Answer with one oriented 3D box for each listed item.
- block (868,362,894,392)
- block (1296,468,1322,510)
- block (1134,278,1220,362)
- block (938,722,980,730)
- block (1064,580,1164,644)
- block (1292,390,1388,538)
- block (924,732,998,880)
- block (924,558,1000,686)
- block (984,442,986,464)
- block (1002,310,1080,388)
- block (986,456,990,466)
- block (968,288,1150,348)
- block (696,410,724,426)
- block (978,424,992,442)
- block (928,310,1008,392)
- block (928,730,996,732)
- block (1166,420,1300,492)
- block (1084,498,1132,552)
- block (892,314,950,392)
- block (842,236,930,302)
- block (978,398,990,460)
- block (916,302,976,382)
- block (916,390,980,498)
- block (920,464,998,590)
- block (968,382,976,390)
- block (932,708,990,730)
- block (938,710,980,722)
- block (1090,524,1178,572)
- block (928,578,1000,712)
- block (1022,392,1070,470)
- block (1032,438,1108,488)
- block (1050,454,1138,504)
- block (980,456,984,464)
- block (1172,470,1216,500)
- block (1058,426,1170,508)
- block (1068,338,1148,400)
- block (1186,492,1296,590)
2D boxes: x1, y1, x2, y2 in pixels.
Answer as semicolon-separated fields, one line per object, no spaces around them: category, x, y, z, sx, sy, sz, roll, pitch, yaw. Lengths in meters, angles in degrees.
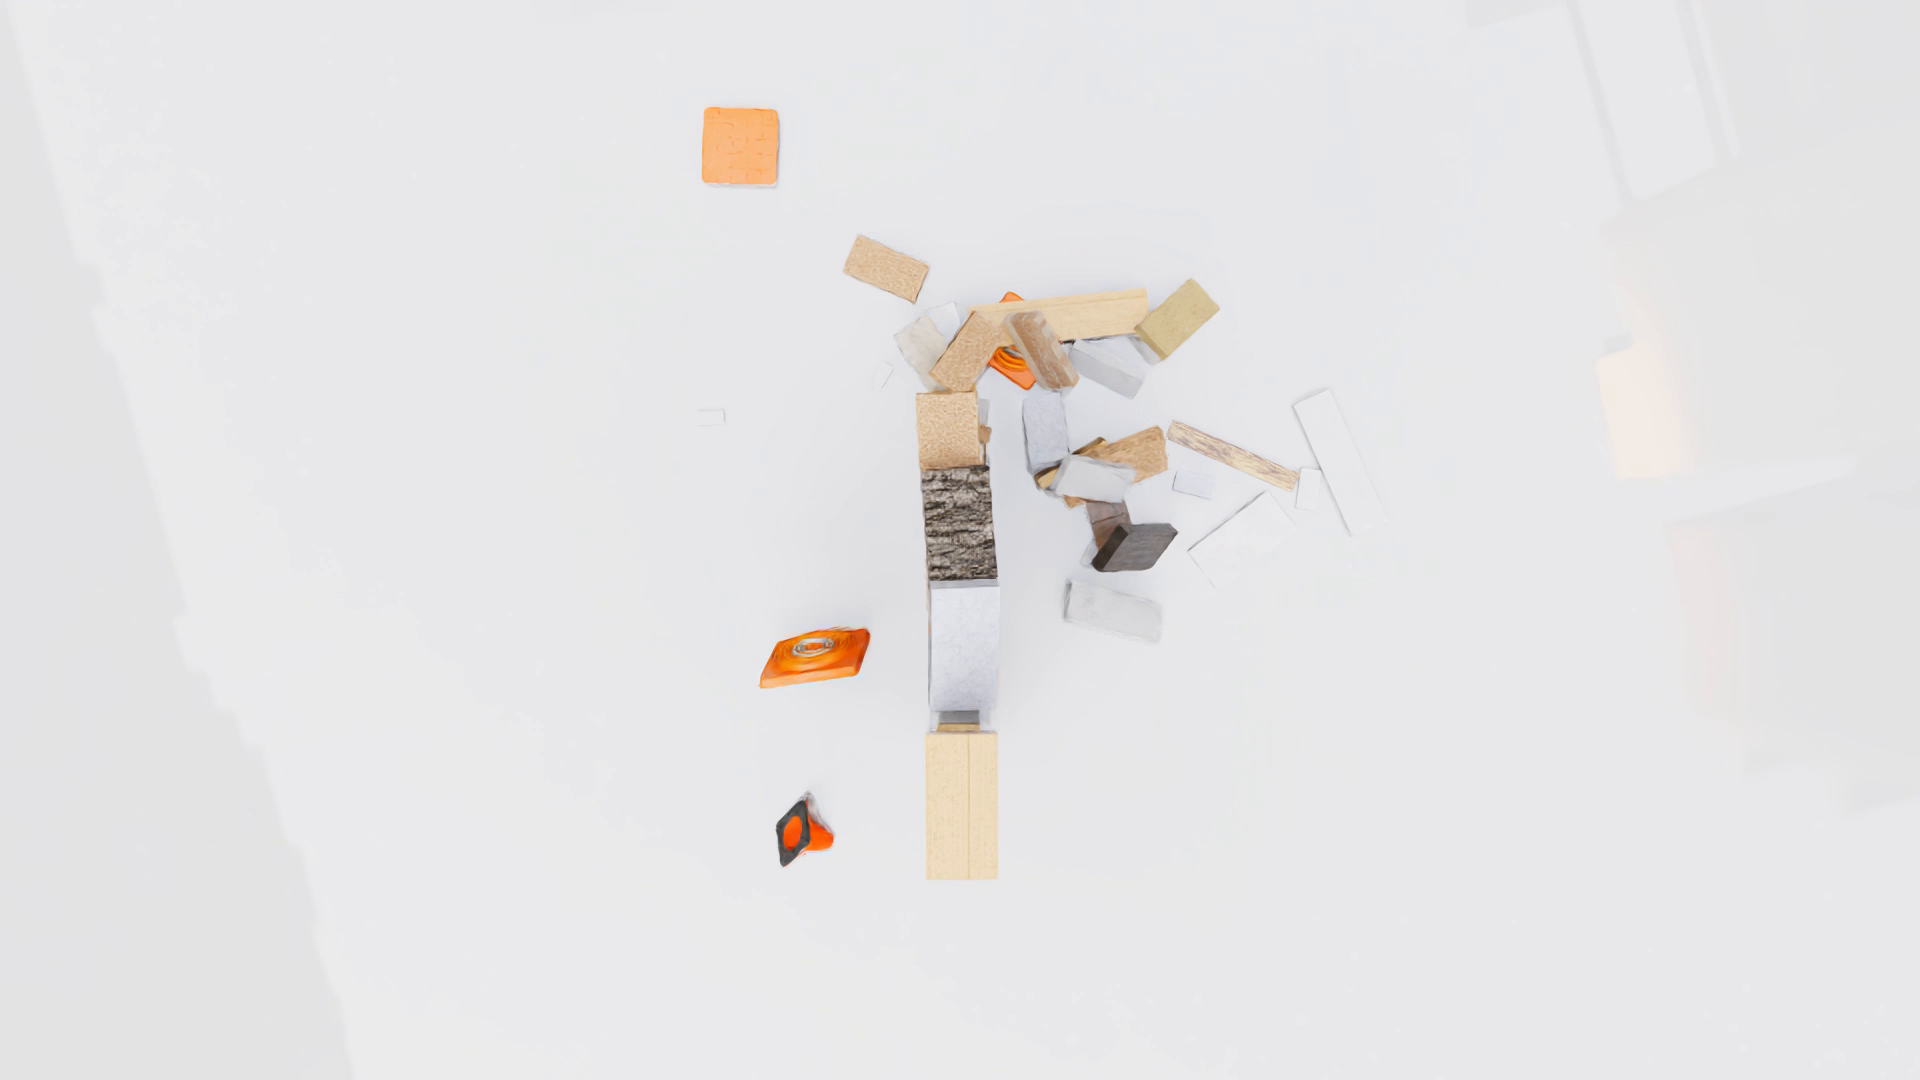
block;-0.263;-0.545;5.493;0.046;0.013;0.092;30;90;0
block;1.159;-0.169;5.490;0.068;0.019;0.135;7;90;0
block;0.714;-0.726;5.419;0.143;0.041;0.286;48;64;0
block;-0.004;0.570;4.159;0.107;0.030;0.214;0;91;0
block;0.505;0.238;5.387;0.326;0.037;0.131;15;67;-12
block;1.262;-0.255;5.482;0.130;0.037;0.479;-24;90;0
block;0.004;0.610;3.786;0.167;0.047;0.333;0;91;0
block;0.005;0.213;4.250;0.172;0.049;0.344;-5;101;-7
block;0.019;-0.283;4.869;0.116;0.033;0.232;2;135;3
block;0.263;-0.615;5.358;0.041;0.143;0.286;-55;127;-30
block;0.005;-0.144;4.924;0.150;0.301;0.043;3;132;3
block;0.328;-0.727;5.434;0.591;0.041;0.143;-6;89;-1
block;-0.831;-0.406;5.493;0.092;0.013;0.046;-3;90;0
block;-0.012;-0.304;4.435;0.155;0.425;0.044;13;93;5
block;0.026;-0.603;5.357;0.131;0.037;0.261;37;82;-13
block;0.004;0.499;3.975;0.167;0.333;0.047;0;89;0
block;0.907;-0.280;5.490;0.459;0.019;0.068;23;90;0
block;0.488;-0.100;5.482;0.130;0.037;0.287;-17;90;0
block;-0.088;-0.589;5.385;0.134;0.038;0.267;-34;100;5
block;-0.246;-0.900;5.482;0.260;0.037;0.130;23;90;0
block;0.018;-0.322;4.712;0.116;0.232;0.033;6;133;3
block;-0.046;-0.637;5.459;0.134;0.038;0.267;-17;99;1
block;-0.027;-0.222;4.207;0.155;0.044;0.310;-2;104;4
block;-0.001;-0.010;4.160;0.172;0.049;0.345;-6;99;-6
block;-0.008;-0.462;5.452;0.134;0.038;0.267;-11;103;0
block;0.003;0.381;4.411;0.154;0.044;0.309;0;90;0
block;-0.004;0.476;4.281;0.107;0.214;0.030;0;102;0
block;0.566;0.024;5.325;0.046;0.327;0.163;47;116;26
block;0.009;0.268;4.181;0.172;0.049;0.344;-2;113;-8
block;0.283;-0.359;5.414;0.130;0.037;0.259;-9;60;6
block;0.367;-0.254;5.433;0.259;0.130;0.037;-30;98;0
block;0.433;-0.197;5.332;0.261;0.037;0.131;8;124;-30
block;0.007;-0.170;4.746;0.116;0.033;0.232;5;133;3
block;0.780;-0.183;5.490;0.135;0.019;0.068;14;90;0
block;0.503;-0.238;5.388;0.358;0.046;0.163;-22;133;-7
block;0.479;-0.563;5.433;0.260;0.130;0.037;26;66;0
block;0.936;0.002;5.477;0.327;0.046;0.163;-38;90;0
